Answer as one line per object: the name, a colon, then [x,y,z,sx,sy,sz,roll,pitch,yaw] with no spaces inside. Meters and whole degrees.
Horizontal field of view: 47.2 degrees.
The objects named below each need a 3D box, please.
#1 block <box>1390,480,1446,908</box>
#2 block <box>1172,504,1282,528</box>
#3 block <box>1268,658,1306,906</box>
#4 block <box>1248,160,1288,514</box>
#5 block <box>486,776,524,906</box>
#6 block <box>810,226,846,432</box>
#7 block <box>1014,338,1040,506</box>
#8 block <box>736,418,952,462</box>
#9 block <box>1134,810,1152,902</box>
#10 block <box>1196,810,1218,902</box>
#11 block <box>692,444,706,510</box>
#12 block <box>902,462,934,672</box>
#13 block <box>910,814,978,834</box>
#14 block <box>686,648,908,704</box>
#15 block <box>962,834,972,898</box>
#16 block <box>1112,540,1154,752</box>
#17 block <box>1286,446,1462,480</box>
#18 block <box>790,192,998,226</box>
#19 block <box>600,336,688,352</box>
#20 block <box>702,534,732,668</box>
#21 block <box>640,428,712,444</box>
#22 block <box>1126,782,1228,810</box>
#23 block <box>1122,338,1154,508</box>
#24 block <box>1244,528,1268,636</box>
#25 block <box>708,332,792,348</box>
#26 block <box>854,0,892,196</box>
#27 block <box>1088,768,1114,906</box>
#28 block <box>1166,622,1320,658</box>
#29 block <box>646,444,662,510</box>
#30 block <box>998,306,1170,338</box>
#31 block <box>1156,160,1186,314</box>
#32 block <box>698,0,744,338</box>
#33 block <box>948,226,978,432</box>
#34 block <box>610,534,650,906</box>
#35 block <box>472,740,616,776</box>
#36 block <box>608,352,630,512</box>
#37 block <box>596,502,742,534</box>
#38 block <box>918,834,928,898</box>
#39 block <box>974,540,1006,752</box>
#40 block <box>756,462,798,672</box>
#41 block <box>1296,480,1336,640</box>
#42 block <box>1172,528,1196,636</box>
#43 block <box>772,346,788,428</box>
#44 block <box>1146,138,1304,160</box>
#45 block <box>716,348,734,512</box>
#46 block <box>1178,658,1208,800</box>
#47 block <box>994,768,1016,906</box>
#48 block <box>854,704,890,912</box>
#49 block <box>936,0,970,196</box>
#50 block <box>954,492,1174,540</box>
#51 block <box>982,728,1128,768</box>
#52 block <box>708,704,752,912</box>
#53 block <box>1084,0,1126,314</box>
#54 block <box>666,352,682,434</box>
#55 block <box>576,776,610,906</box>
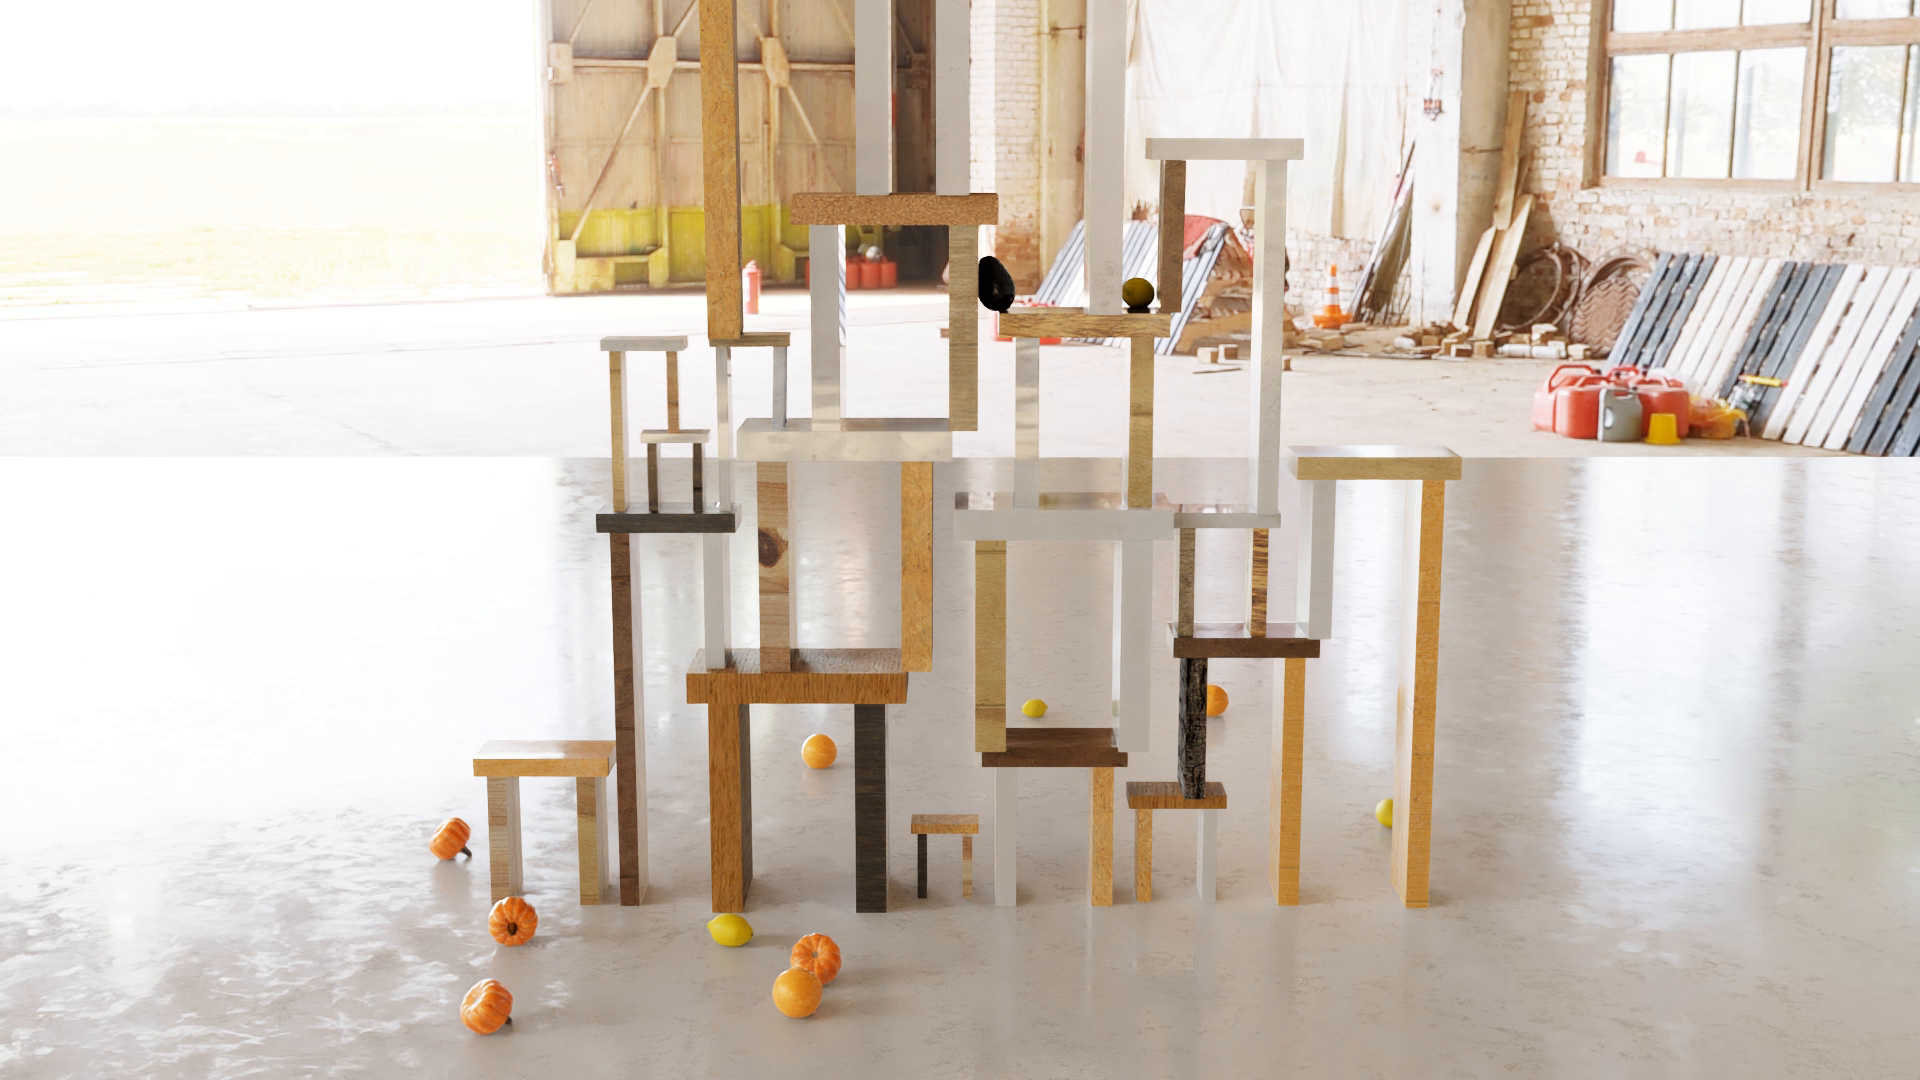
block: [0.748,0.242,3.600,0.037,0.709,0.129,0,11,0]
block: [0.425,-0.039,3.556,0.176,0.025,0.088,0,11,0]
block: [0.539,0.384,3.632,0.033,0.418,0.118,0,11,0]
block: [0.489,-0.324,3.501,0.033,0.555,0.118,0,11,0]
block: [-0.755,0.483,3.648,0.031,0.219,0.109,0,11,0]
block: [-0.209,-0.342,3.495,0.045,0.320,0.160,0,11,0]
block: [0.106,-0.196,3.528,0.038,0.268,0.134,0,11,0]
block: [-0.181,-0.162,3.534,0.339,0.048,0.170,0,11,0]
block: [0.304,0.512,3.655,0.023,0.159,0.080,0,11,0]
block: [0.410,0.512,3.655,0.023,0.159,0.080,0,11,0]
block: [-0.419,-0.106,3.537,0.015,0.109,0.054,1,11,0]
block: [-0.069,0.028,3.569,0.048,0.339,0.170,0,11,0]
block: [-0.025,0.472,3.652,0.112,0.016,0.056,0,11,0]
block: [-0.261,0.221,3.596,0.351,0.050,0.176,0,11,0]
block: [0.012,0.534,3.664,0.016,0.112,0.056,0,11,0]
block: [0.280,0.155,3.585,0.049,0.346,0.173,0,11,0]
block: [0.662,-0.125,3.531,0.258,0.037,0.129,0,11,0]
block: [-0.101,-0.522,3.462,0.320,0.045,0.160,0,11,0]
block: [-0.502,-0.313,3.498,0.131,0.019,0.066,0,11,0]
block: [-0.394,0.088,3.572,0.031,0.221,0.111,0,11,0]
block: [-0.455,-0.166,3.523,0.109,0.015,0.054,-1,11,-2]
block: [0.357,0.422,3.638,0.159,0.023,0.080,0,11,0]
block: [0.286,-0.196,3.527,0.038,0.268,0.134,0,11,0]
block: [0.481,0.060,3.574,0.025,0.175,0.088,0,11,0]
block: [-0.333,-0.319,3.496,0.128,0.018,0.064,-1,11,-2]
block: [-0.134,-0.719,3.430,0.050,0.353,0.176,0,11,0]
block: [0.233,0.474,3.647,0.034,0.237,0.118,0,11,0]
block: [0.461,0.163,3.591,0.236,0.033,0.118,0,11,0]
block: [-0.491,-0.105,3.536,0.015,0.109,0.054,0,11,-1]
block: [0.195,-0.347,3.500,0.268,0.038,0.134,0,11,0]
block: [0.333,-0.481,3.475,0.033,0.236,0.118,1,11,1]
block: [-0.374,-0.610,3.449,0.050,0.573,0.176,-1,11,-3]
block: [0.005,-0.342,3.495,0.045,0.320,0.160,0,11,0]
block: [-0.542,0.285,3.608,0.031,0.622,0.111,0,11,0]
block: [-0.682,0.360,3.626,0.219,0.031,0.109,0,11,0]
block: [-0.545,-0.178,3.525,0.019,0.256,0.066,0,11,-1]
block: [-0.468,-0.036,3.549,0.221,0.031,0.111,0,11,0]
block: [-0.062,0.534,3.664,0.016,0.112,0.056,0,11,0]
block: [0.049,0.155,3.585,0.049,0.346,0.173,0,11,0]
block: [-0.296,0.028,3.570,0.048,0.339,0.170,0,11,0]
block: [0.576,0.020,3.559,0.037,0.258,0.129,0,11,0]
block: [0.364,0.060,3.574,0.025,0.176,0.088,0,11,0]
block: [-0.287,-0.247,3.509,0.018,0.128,0.064,1,11,0]
block: [0.413,-0.614,3.449,0.236,0.033,0.118,0,11,0]
block: [-0.376,-0.181,3.522,0.018,0.262,0.064,0,11,0]
block: [0.382,0.295,3.615,0.033,0.236,0.118,0,11,0]
block: [0.075,0.474,3.647,0.034,0.237,0.118,0,11,0]
block: [-0.144,0.418,3.632,0.050,0.351,0.176,0,11,0]
block: [-0.010,-0.721,3.424,0.051,0.360,0.180,0,11,0]
block: [0.165,-0.039,3.549,0.346,0.049,0.173,0,11,0]
block: [0.154,0.341,3.621,0.237,0.034,0.118,0,11,0]
block: [-0.378,0.418,3.632,0.050,0.351,0.176,0,11,0]
block: [0.226,-0.632,3.443,0.051,0.543,0.180,0,11,0]
block: [-0.457,-0.239,3.511,0.019,0.131,0.066,-1,11,-4]
block: [-0.609,0.483,3.648,0.031,0.219,0.109,0,11,0]
